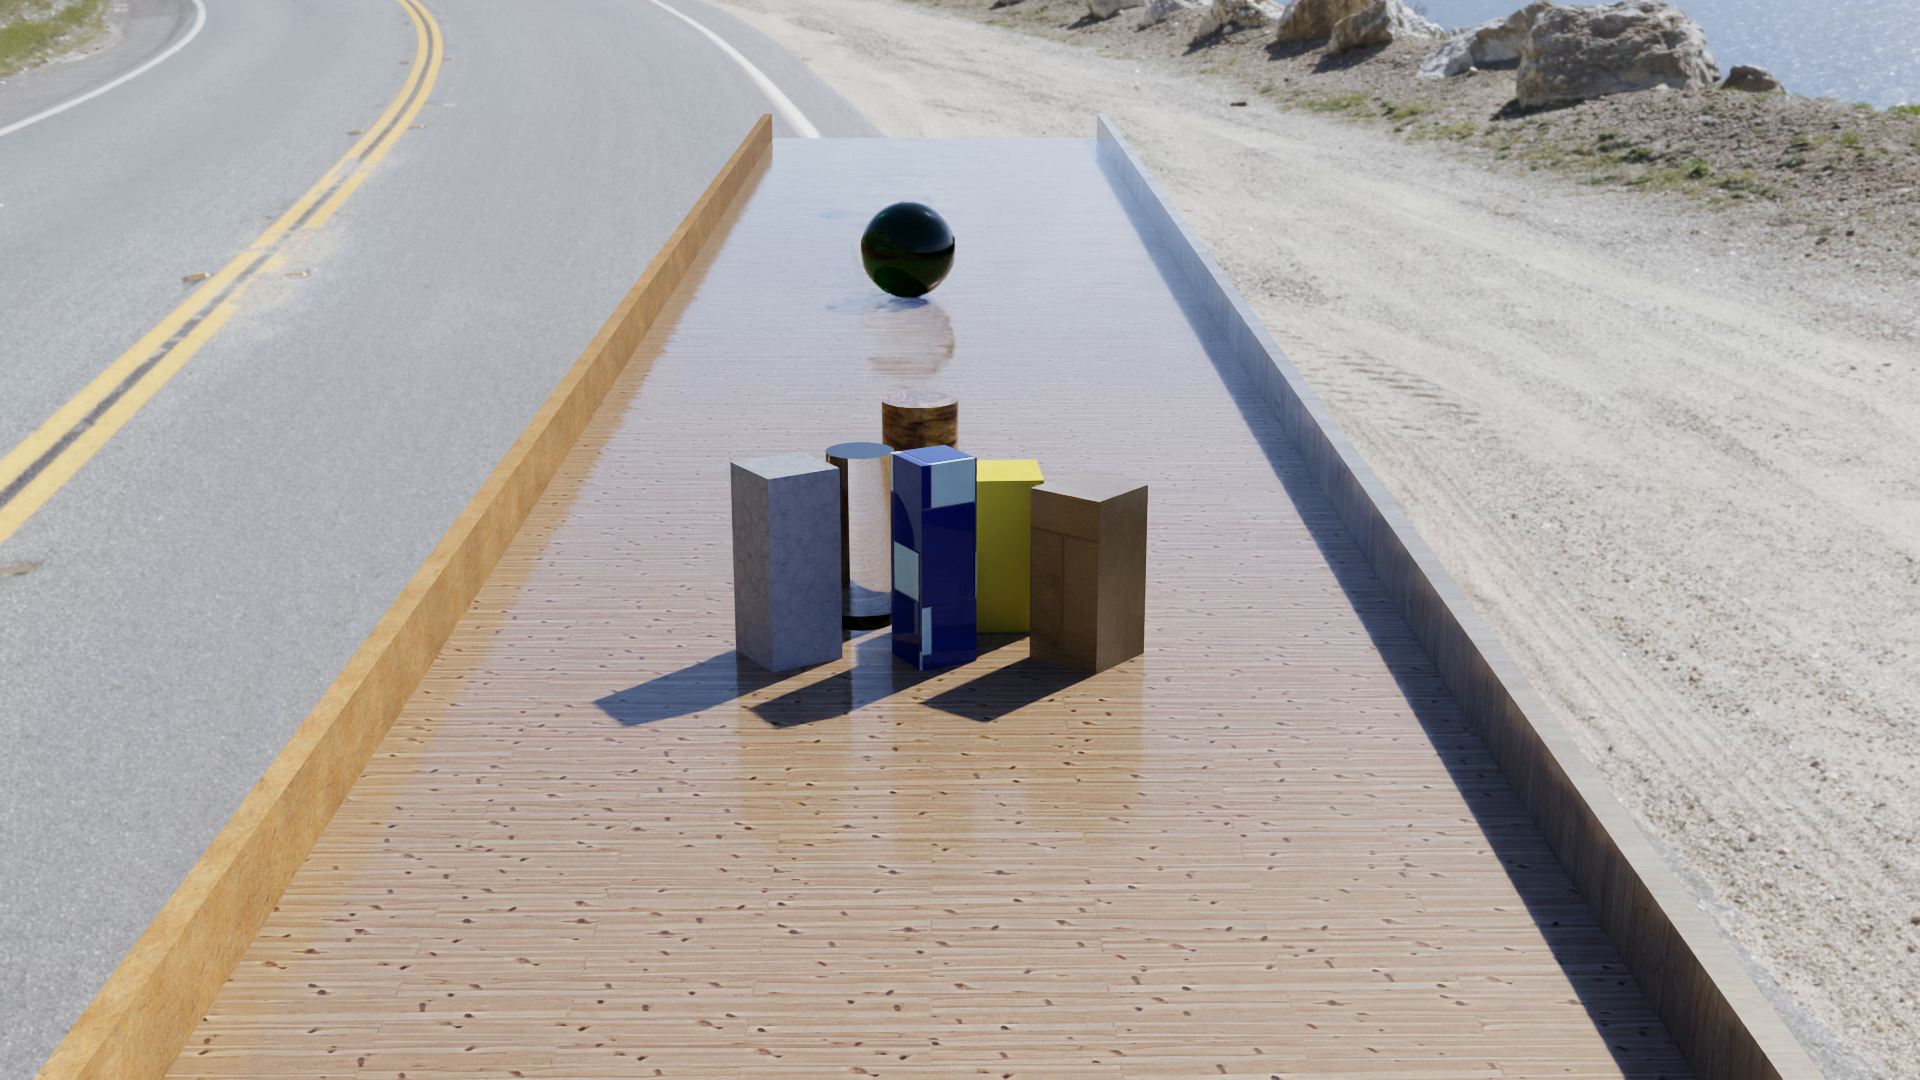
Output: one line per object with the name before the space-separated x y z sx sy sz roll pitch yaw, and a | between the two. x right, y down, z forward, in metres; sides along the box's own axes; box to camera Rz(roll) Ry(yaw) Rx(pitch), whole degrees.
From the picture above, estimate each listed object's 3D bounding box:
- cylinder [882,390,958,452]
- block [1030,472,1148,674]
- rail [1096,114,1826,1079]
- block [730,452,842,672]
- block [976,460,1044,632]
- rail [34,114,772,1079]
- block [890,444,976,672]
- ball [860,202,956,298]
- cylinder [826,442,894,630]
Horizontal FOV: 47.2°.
cylinder | -0.088 -0.113 4.891 0.169 0.409 0.169 0 17 0
block | 0.256 0.063 4.394 0.166 0.353 0.166 13 21 37
rail | 0.932 -0.844 7.801 0.050 0.150 12.000 0 17 -1
block | -0.346 0.041 4.394 0.159 0.396 0.159 -10 19 -31
block | 0.082 0.011 4.617 0.170 0.326 0.170 -1 17 -3
rail | -1.118 -0.838 7.780 0.050 0.150 12.000 0 17 -1
block | -0.052 0.035 4.374 0.125 0.419 0.125 -10 19 -29
ball | -0.195 -1.093 8.270 0.360 0.360 0.360 0 17 0
cylinder | -0.207 -0.008 4.606 0.143 0.370 0.143 0 17 0
